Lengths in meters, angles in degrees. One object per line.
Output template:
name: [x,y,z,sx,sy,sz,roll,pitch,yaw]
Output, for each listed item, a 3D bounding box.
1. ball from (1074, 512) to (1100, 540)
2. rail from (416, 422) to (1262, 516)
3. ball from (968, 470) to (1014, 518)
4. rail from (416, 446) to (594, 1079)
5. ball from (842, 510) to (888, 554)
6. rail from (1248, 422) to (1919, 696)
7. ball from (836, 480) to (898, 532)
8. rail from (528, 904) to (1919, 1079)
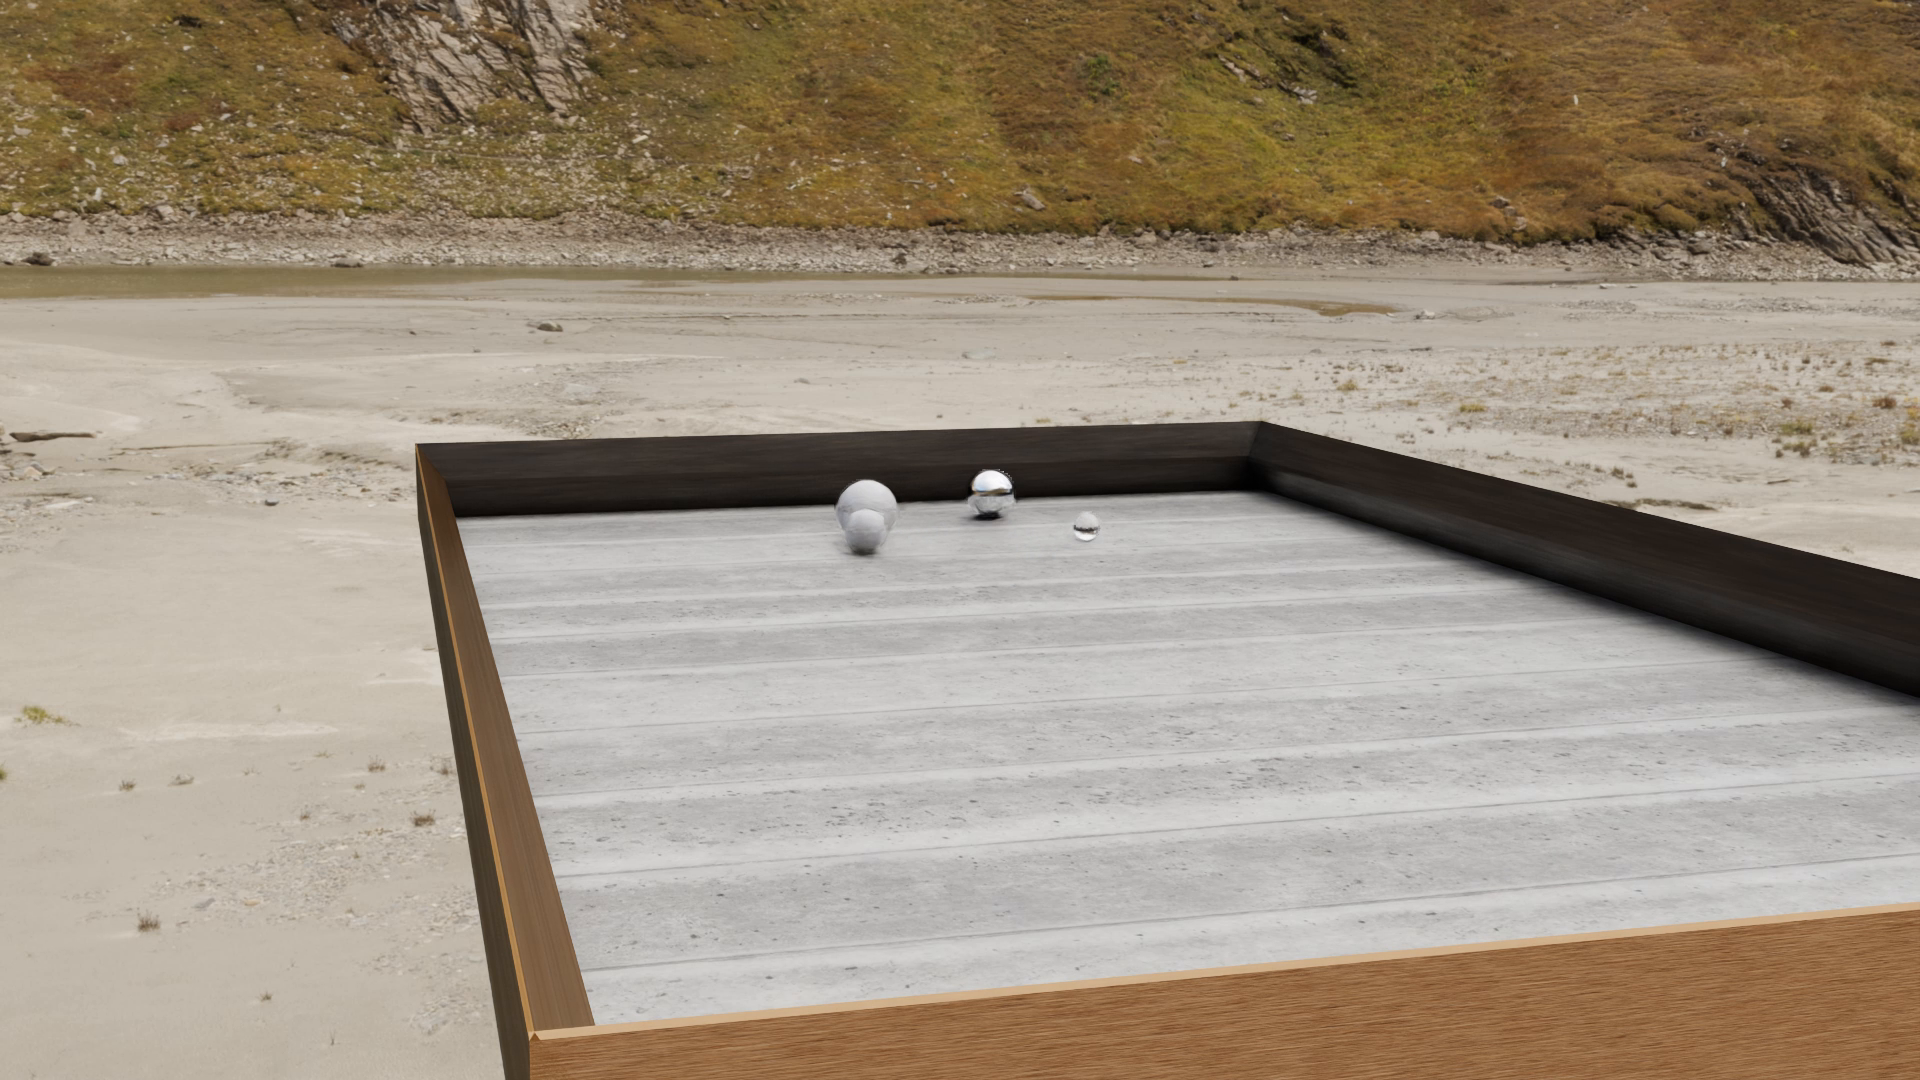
ball: [0.201,-0.021,3.488,0.043,0.043,0.043,0,9,0]
rail: [-0.172,-0.126,3.896,1.536,0.126,0.045,-2,9,-15]
ball: [0.052,-0.078,3.741,0.080,0.080,0.080,0,9,0]
rail: [-0.541,0.100,2.403,0.045,0.126,2.775,-2,9,-15]
ball: [-0.145,-0.013,3.352,0.068,0.068,0.068,0,9,0]
rail: [0.898,0.043,2.781,0.045,0.126,2.775,-2,9,-15]
ball: [-0.146,-0.046,3.469,0.097,0.097,0.097,0,9,0]
rail: [0.528,0.269,1.289,1.536,0.126,0.045,-2,9,-15]
